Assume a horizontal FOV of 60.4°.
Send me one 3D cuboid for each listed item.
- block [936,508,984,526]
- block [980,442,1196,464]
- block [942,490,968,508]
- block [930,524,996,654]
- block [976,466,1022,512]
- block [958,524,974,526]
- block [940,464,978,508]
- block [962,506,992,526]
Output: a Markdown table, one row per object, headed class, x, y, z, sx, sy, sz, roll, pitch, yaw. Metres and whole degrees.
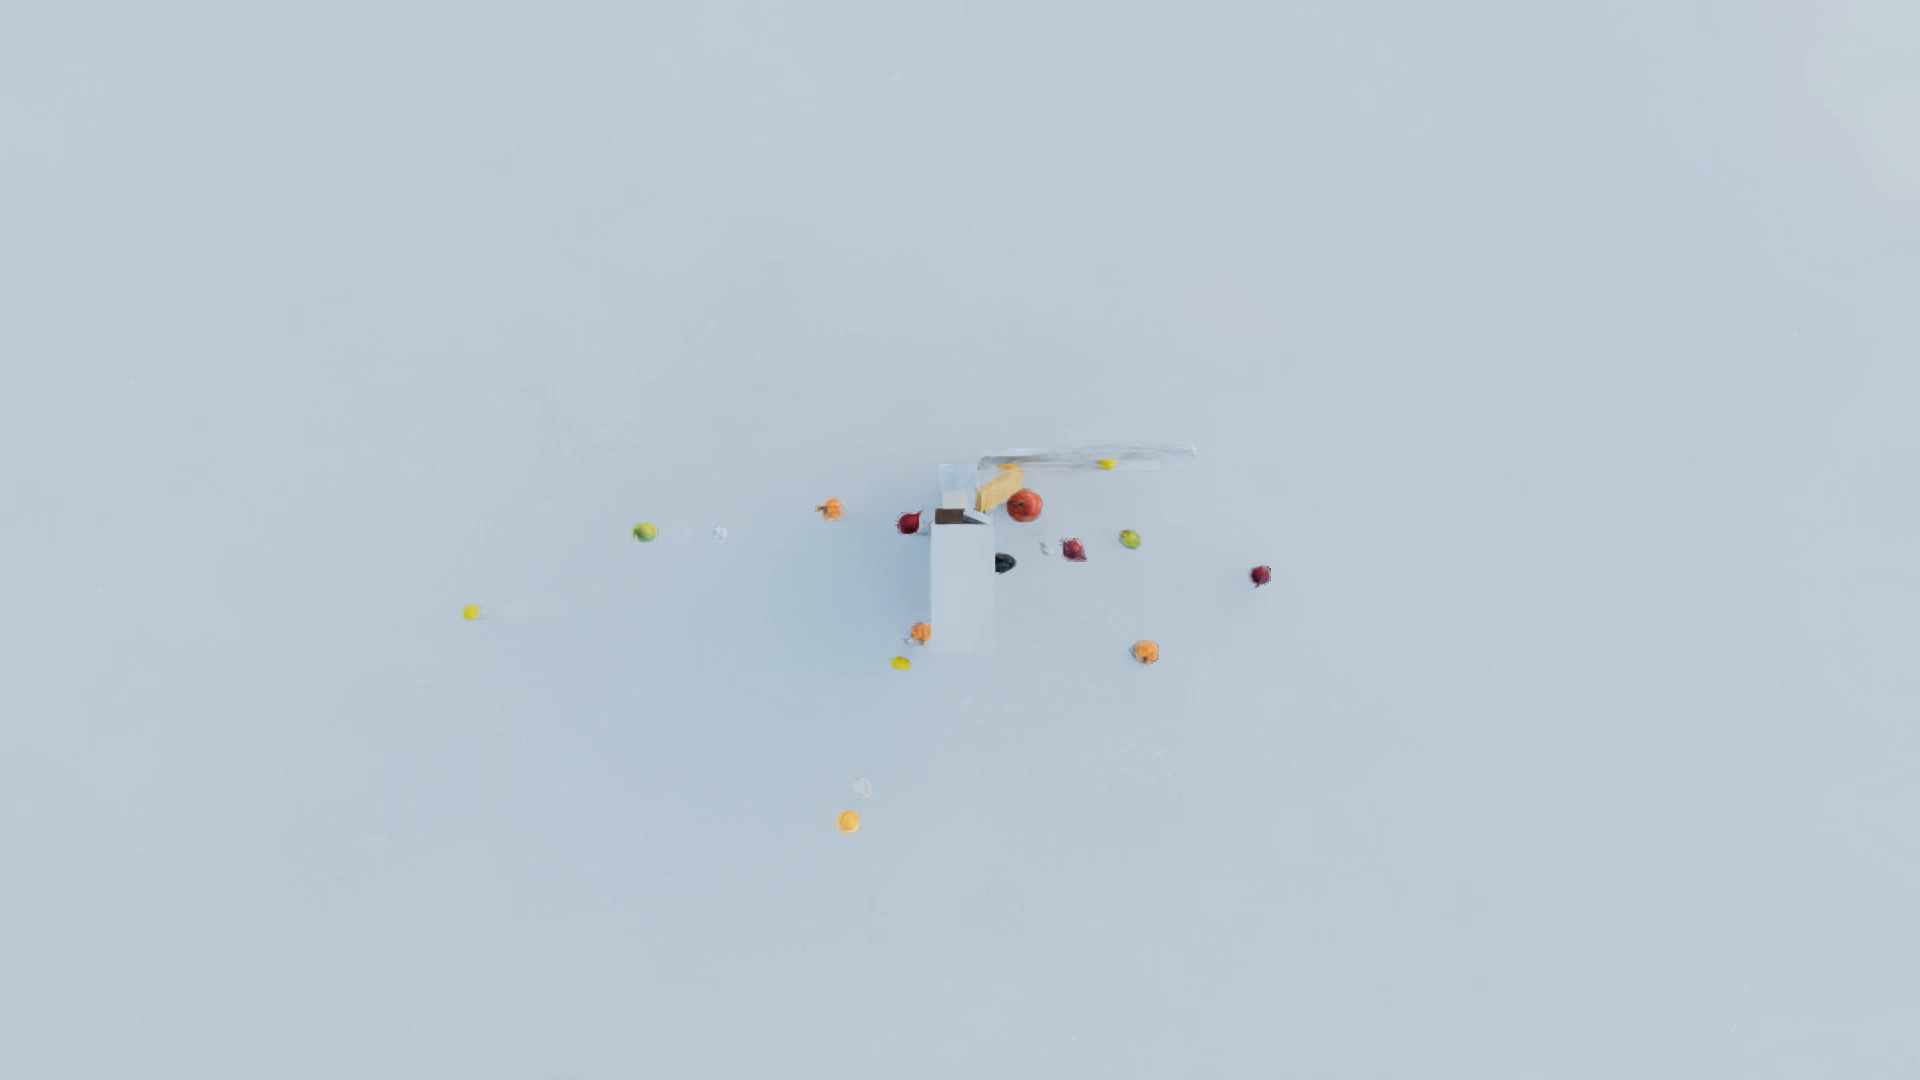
| class | x | y | z | sx | sy | sz | roll | pitch | yaw |
| --- | --- | --- | --- | --- | --- | --- | --- | --- | --- |
| block | 0.002 | 0.053 | 4.750 | 0.141 | 0.040 | 0.283 | 0 | 80 | -1 |
| block | 0.394 | -0.267 | 5.106 | 0.661 | 0.080 | 0.023 | -1 | 75 | 15 |
| block | -0.016 | -0.105 | 5.153 | 0.078 | 0.157 | 0.022 | -2 | 125 | 0 |
| block | 0.008 | 0.125 | 4.198 | 0.162 | 0.046 | 0.325 | 0 | 89 | 0 |
| block | 0.113 | -0.146 | 4.757 | 0.159 | 0.080 | 0.023 | -31 | 55 | -29 |
| block | 0.001 | 0.033 | 4.561 | 0.079 | 0.022 | 0.158 | 0 | 81 | -1 |
| block | -0.003 | -0.119 | 5.240 | 0.121 | 0.034 | 0.242 | 0 | 90 | 0 |
| block | 0.048 | -0.062 | 4.666 | 0.080 | 0.159 | 0.023 | 23 | 86 | 0 |
